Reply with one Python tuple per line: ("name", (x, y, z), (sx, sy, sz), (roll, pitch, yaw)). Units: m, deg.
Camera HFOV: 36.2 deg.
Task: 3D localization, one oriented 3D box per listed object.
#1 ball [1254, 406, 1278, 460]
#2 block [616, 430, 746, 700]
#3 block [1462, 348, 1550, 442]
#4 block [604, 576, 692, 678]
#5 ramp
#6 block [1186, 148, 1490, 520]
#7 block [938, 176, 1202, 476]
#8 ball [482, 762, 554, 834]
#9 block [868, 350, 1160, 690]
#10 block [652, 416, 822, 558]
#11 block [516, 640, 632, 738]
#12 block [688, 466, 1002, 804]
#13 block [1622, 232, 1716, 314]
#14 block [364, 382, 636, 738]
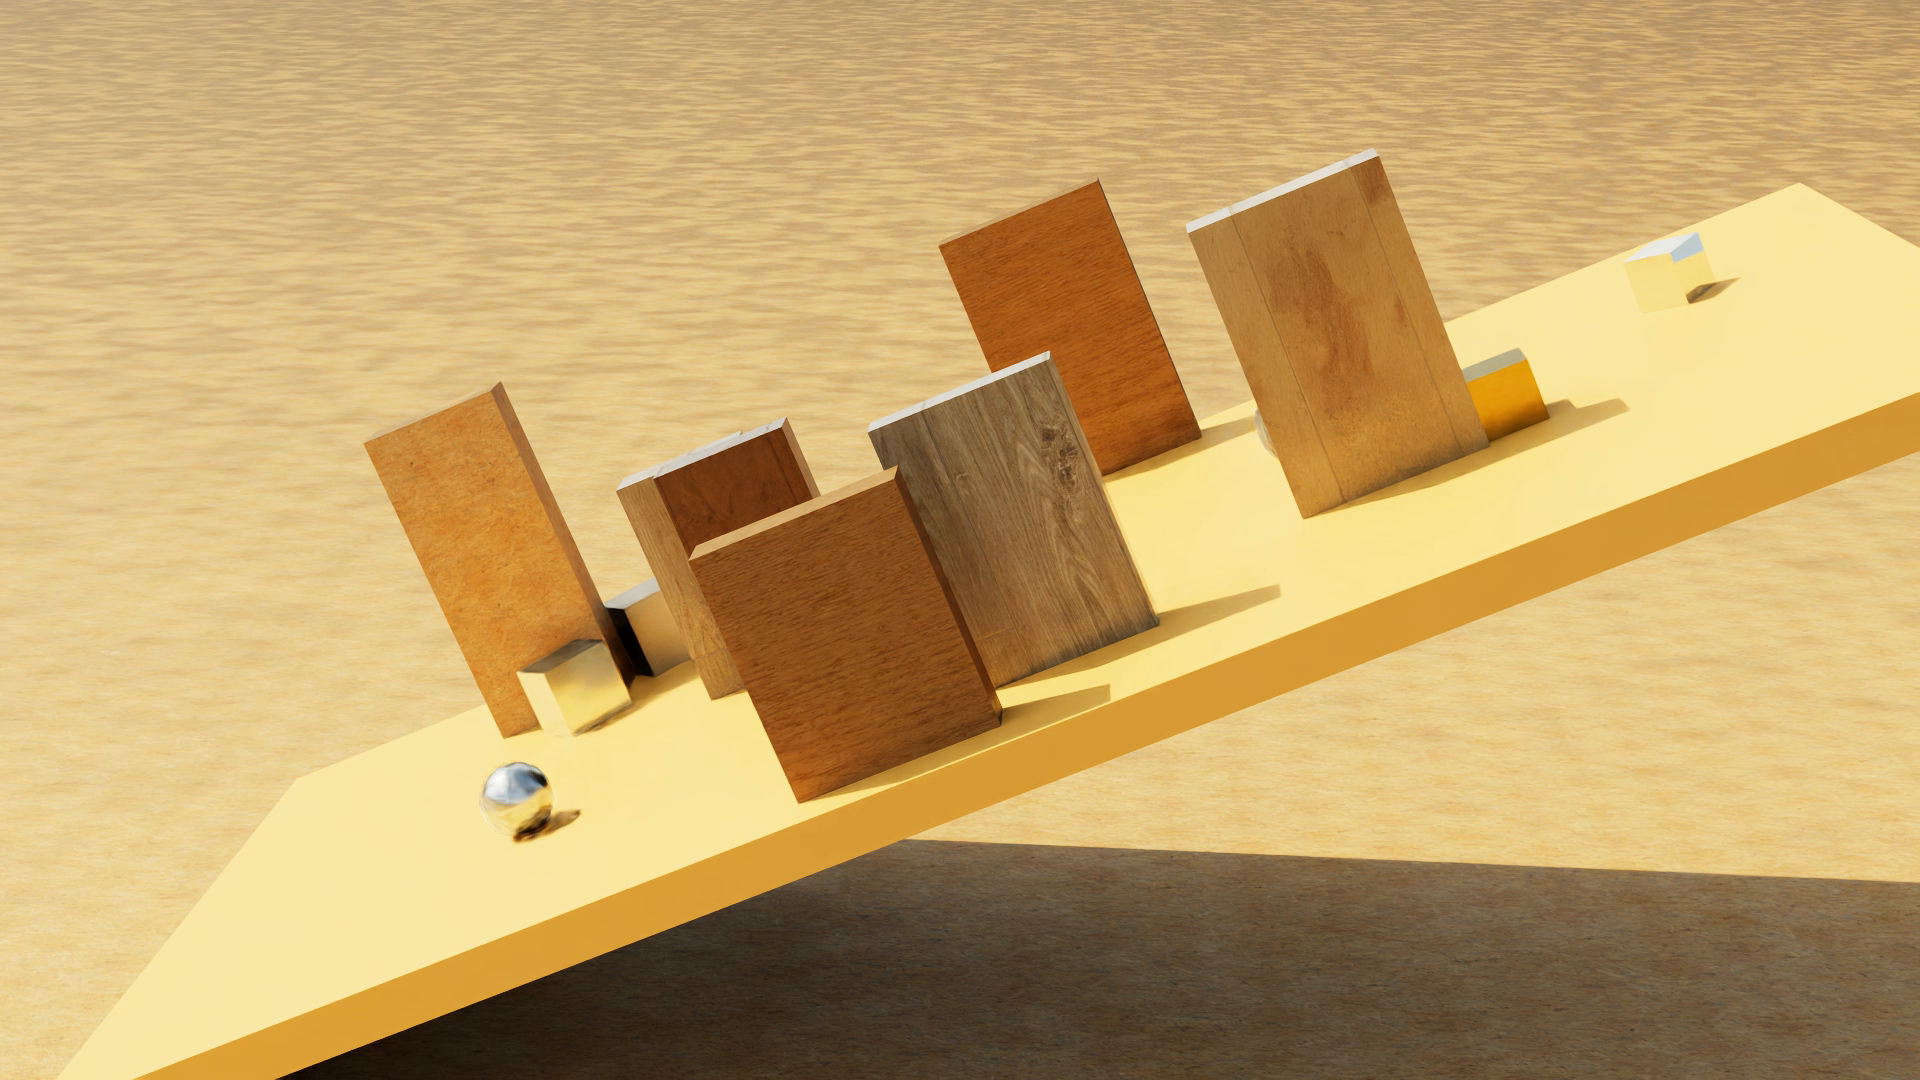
("ball", (0.733, -0.258, 6.293), (0.203, 0.203, 0.203), (0, 14, 0))
("block", (-0.515, 0.058, 6.487), (0.285, 0.516, 0.124), (-22, 12, 8))
("block", (1.099, -0.295, 5.950), (0.131, 0.131, 0.131), (-22, 12, 8))
("block", (-0.724, 0.202, 7.046), (0.181, 0.181, 0.181), (-29, 13, -24))
("ramp", (0.127, 0.172, 6.288), (4.000, 0.100, 2.000), (-22, 12, 8))
("block", (0.757, -0.411, 5.894), (0.400, 0.628, 0.126), (-22, 12, 8))
("block", (0.264, -0.478, 6.996), (0.403, 0.661, 0.088), (-22, 12, 8))
("ball", (-0.912, 0.532, 6.064), (0.149, 0.149, 0.149), (0, 14, 0))
("block", (0.106, -0.031, 5.631), (0.371, 0.559, 0.089), (-22, 12, 8))
("block", (-0.398, 0.051, 6.231), (0.294, 0.547, 0.107), (-22, 12, 8))
("block", (-0.890, 0.342, 6.793), (0.165, 0.165, 0.165), (-30, 14, -28))
("block", (-0.208, 0.177, 5.447), (0.409, 0.505, 0.111), (-22, 12, 8))
("block", (1.538, -0.578, 6.375), (0.122, 0.122, 0.122), (-9, 18, 48))
("block", (-1.080, 0.050, 6.938), (0.327, 0.776, 0.125), (-22, 12, 8))
